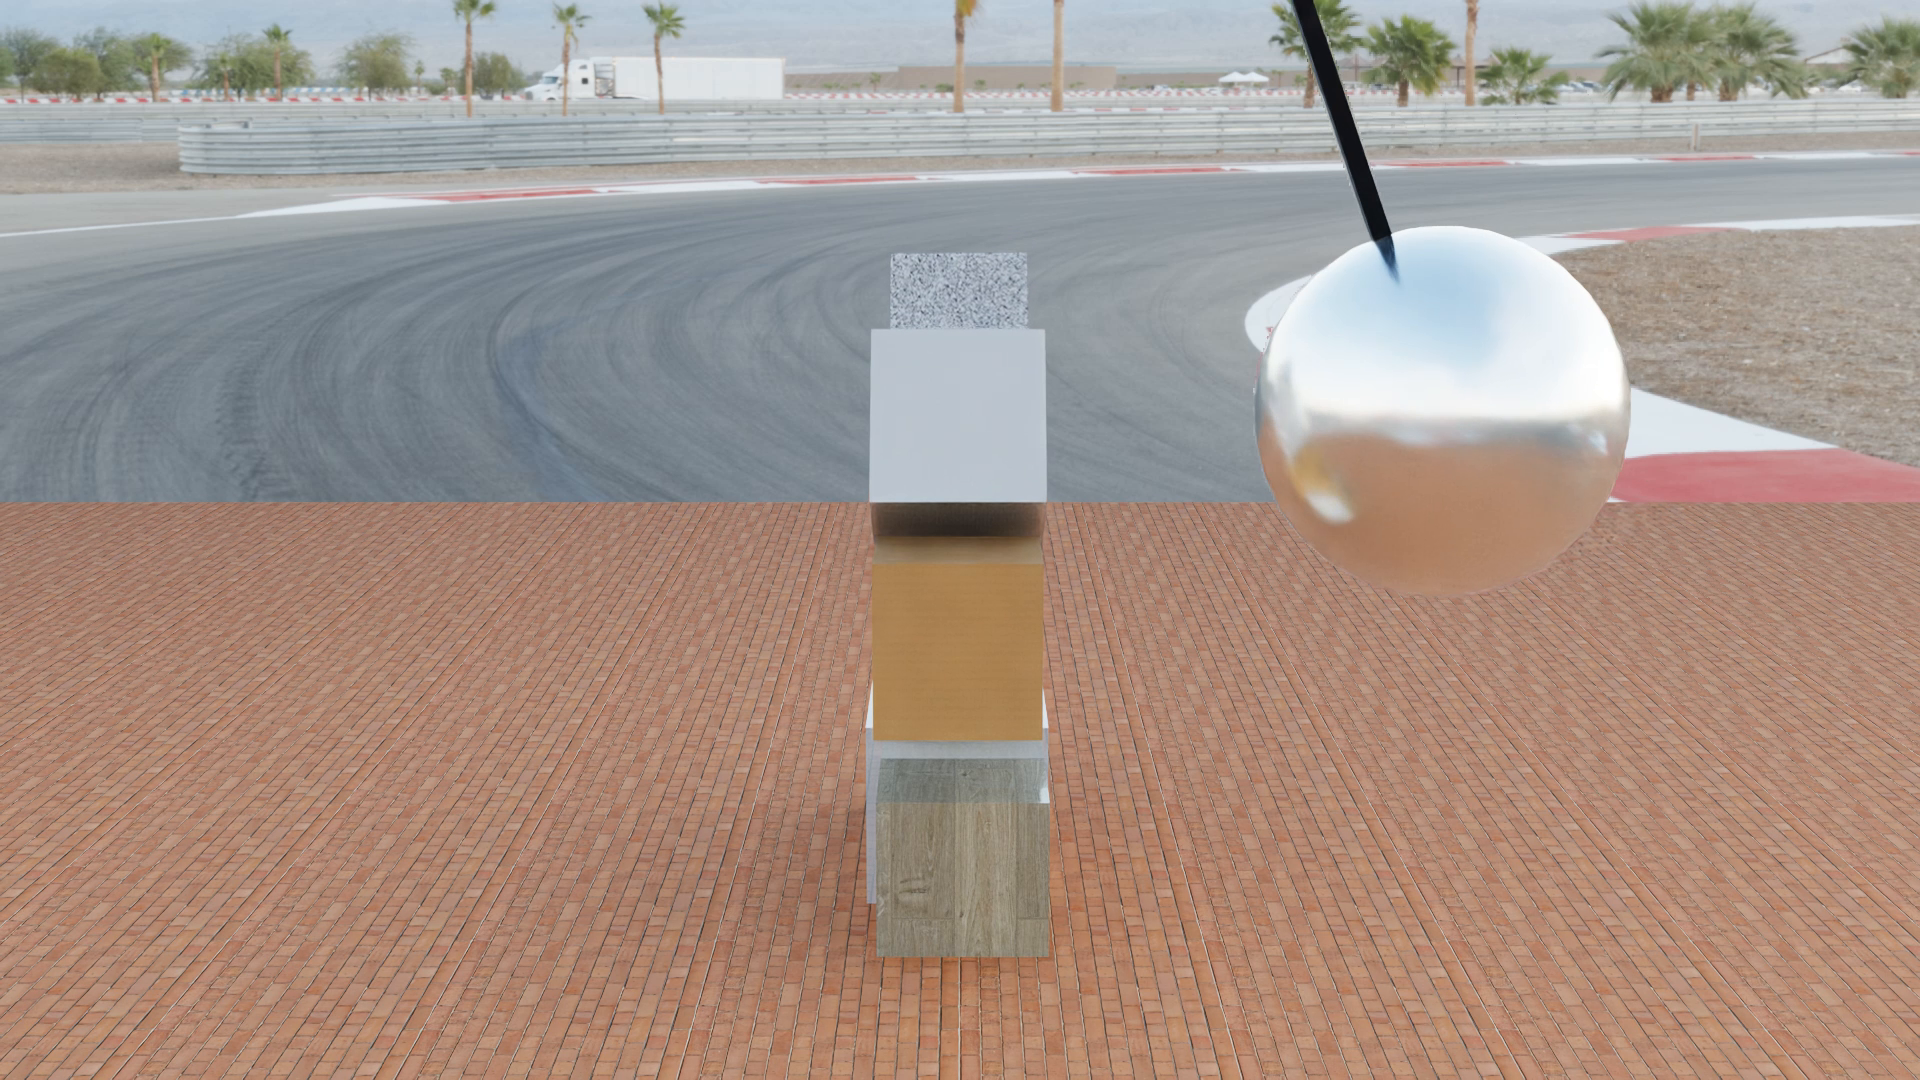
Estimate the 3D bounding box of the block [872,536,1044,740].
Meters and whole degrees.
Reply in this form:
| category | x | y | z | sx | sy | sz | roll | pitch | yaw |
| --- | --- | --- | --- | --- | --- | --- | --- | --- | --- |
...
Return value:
| category | x | y | z | sx | sy | sz | roll | pitch | yaw |
| --- | --- | --- | --- | --- | --- | --- | --- | --- | --- |
| block | -0.009 | 0.409 | 10.893 | 0.704 | 0.746 | 0.631 | 0 | 10 | 0 |

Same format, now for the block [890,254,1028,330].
| category | x | y | z | sx | sy | sz | roll | pitch | yaw |
| --- | --- | --- | --- | --- | --- | --- | --- | --- | --- |
| block | -0.003 | -0.967 | 11.747 | 0.614 | 0.516 | 0.536 | 0 | -17 | 0 |

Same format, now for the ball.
| category | x | y | z | sx | sy | sz | roll | pitch | yaw |
| --- | --- | --- | --- | --- | --- | --- | --- | --- | --- |
| ball | 2.074 | -0.553 | 11.080 | 1.600 | 1.600 | 1.600 | 0 | 10 | 0 |

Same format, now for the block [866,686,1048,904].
| category | x | y | z | sx | sy | sz | roll | pitch | yaw |
| --- | --- | --- | --- | --- | --- | --- | --- | --- | --- |
| block | -0.012 | 1.099 | 11.350 | 0.774 | 0.776 | 0.857 | 0 | 10 | 0 |

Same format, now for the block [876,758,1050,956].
| category | x | y | z | sx | sy | sz | roll | pitch | yaw |
| --- | --- | --- | --- | --- | --- | --- | --- | --- | --- |
| block | 0.011 | 1.304 | 10.602 | 0.693 | 0.642 | 0.668 | 0 | 10 | 0 |

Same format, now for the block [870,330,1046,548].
| category | x | y | z | sx | sy | sz | roll | pitch | yaw |
| --- | --- | --- | --- | --- | --- | --- | --- | --- | --- |
| block | -0.008 | -0.424 | 11.303 | 0.749 | 0.783 | 0.751 | 0 | -17 | 0 |

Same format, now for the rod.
| category | x | y | z | sx | sy | sz | roll | pitch | yaw |
| --- | --- | --- | --- | --- | --- | --- | --- | --- | --- |
| rod | 0.899 | -3.692 | 10.509 | 0.080 | 5.200 | 0.080 | -20 | 10 | 4 |
